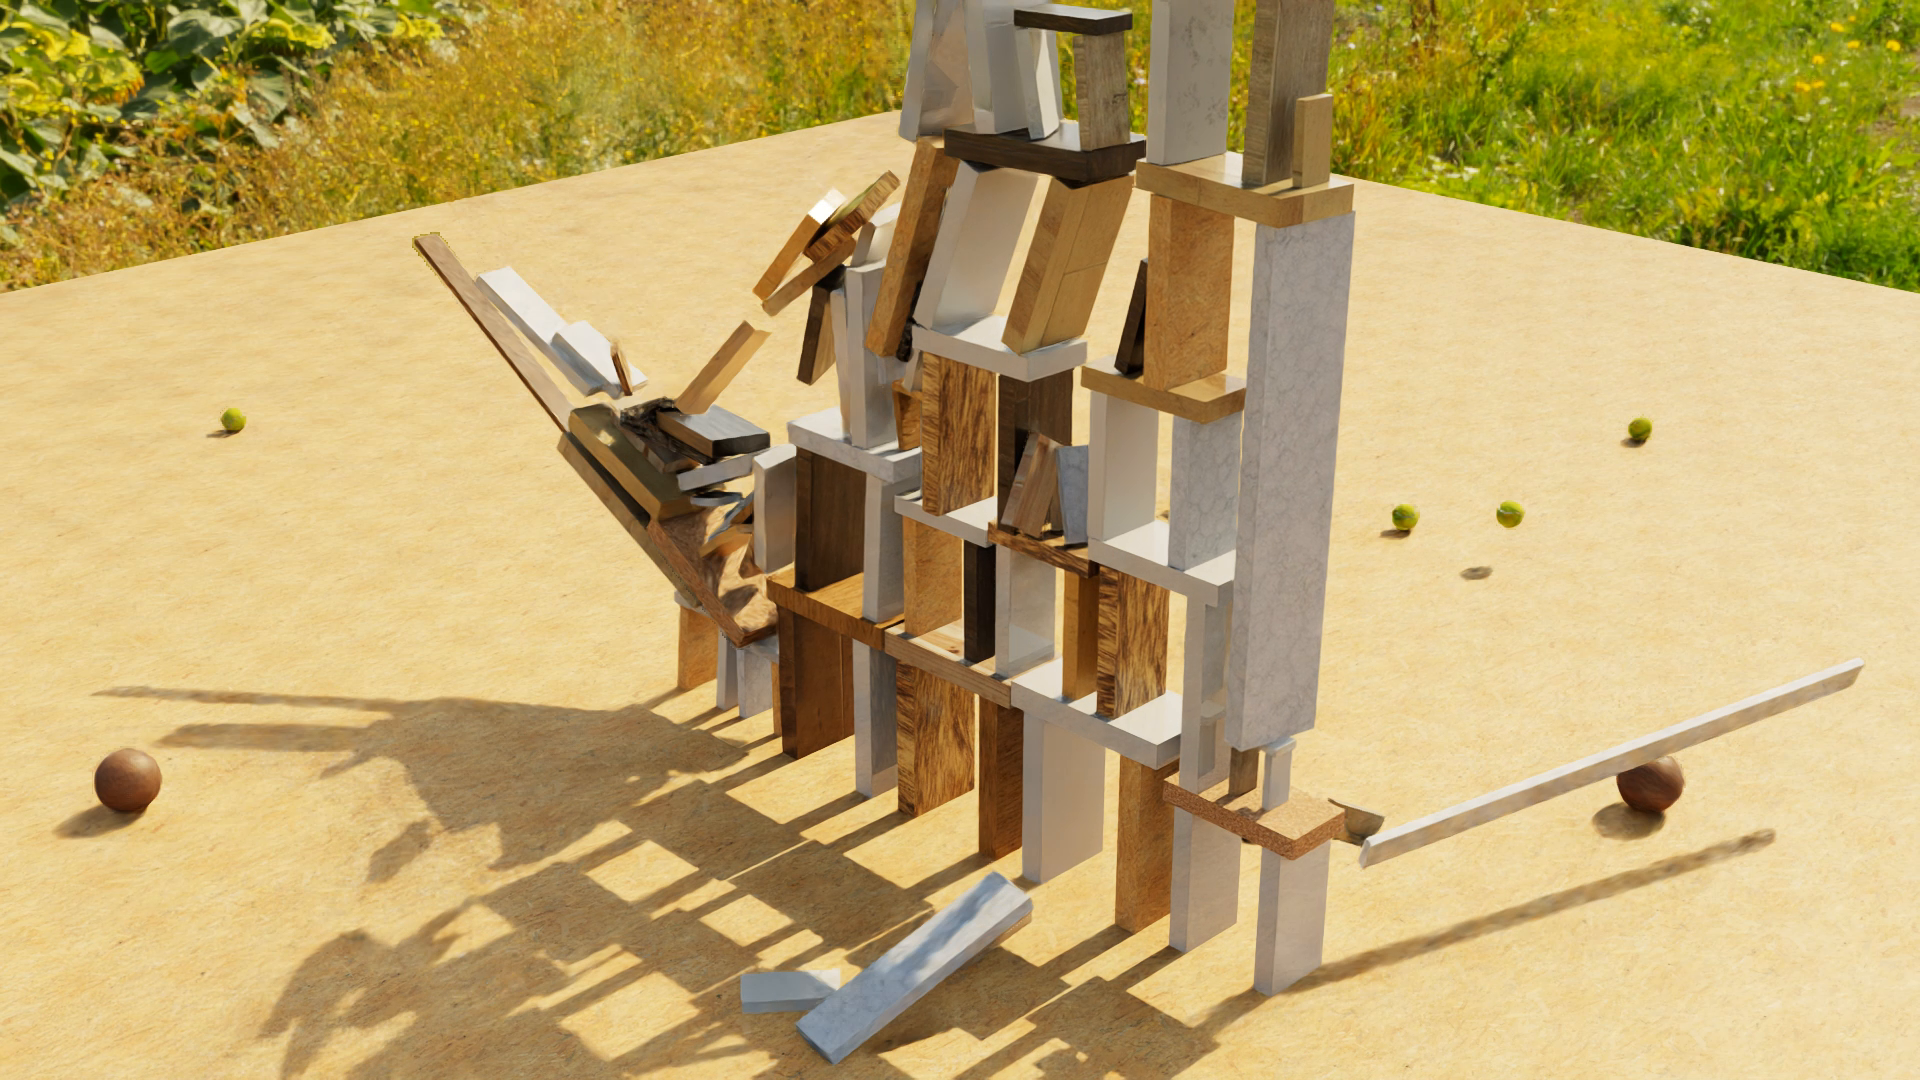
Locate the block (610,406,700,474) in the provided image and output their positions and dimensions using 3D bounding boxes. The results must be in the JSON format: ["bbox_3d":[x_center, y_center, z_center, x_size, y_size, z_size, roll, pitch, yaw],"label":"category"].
[{"bbox_3d":[-0.679,-0.228,4.908,0.103,0.029,0.207,-17,49,-41],"label":"block"}]

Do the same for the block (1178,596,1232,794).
[{"bbox_3d":[0.453,0.252,3.846,0.147,0.368,0.042,-21,30,-40],"label":"block"}]

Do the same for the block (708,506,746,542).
[{"bbox_3d":[-0.486,-0.032,4.745,0.062,0.123,0.017,-2,58,-50],"label":"block"}]

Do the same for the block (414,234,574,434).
[{"bbox_3d":[-0.931,-0.312,5.068,0.059,0.017,1.098,-24,67,-44],"label":"block"}]

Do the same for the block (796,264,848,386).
[{"bbox_3d":[-0.265,-0.423,4.324,0.031,0.221,0.111,24,38,13],"label":"block"}]

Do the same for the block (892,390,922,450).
[{"bbox_3d":[-0.097,-0.235,4.234,0.058,0.115,0.016,-21,22,-41],"label":"block"}]

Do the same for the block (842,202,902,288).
[{"bbox_3d":[-0.163,-0.544,4.246,0.031,0.221,0.111,41,46,19],"label":"block"}]

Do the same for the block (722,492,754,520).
[{"bbox_3d":[-0.448,-0.076,4.745,0.062,0.123,0.017,11,45,-61],"label":"block"}]

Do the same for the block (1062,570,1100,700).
[{"bbox_3d":[0.245,0.156,4.027,0.126,0.252,0.036,-21,31,-40],"label":"block"}]

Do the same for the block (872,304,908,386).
[{"bbox_3d":[-0.125,-0.383,4.195,0.022,0.158,0.079,20,34,41],"label":"block"}]

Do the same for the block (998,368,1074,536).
[{"bbox_3d":[0.136,-0.172,3.992,0.150,0.301,0.043,-22,32,-40],"label":"block"}]

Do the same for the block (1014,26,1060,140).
[{"bbox_3d":[0.130,-0.779,3.719,0.026,0.183,0.091,-3,21,20],"label":"block"}]

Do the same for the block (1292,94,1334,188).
[{"bbox_3d":[0.544,-0.616,3.392,0.067,0.134,0.019,-19,28,-38],"label":"block"}]

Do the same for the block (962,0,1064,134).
[{"bbox_3d":[0.087,-0.875,3.755,0.169,0.338,0.048,-21,22,-40],"label":"block"}]

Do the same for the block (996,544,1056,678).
[{"bbox_3d":[0.124,0.117,4.140,0.126,0.266,0.036,-21,31,-40],"label":"block"}]

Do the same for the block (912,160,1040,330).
[{"bbox_3d":[0.033,-0.543,3.957,0.168,0.336,0.048,-21,53,-41],"label":"block"}]

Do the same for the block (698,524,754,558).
[{"bbox_3d":[-0.489,0.000,4.721,0.077,0.022,0.153,-6,-16,-41],"label":"block"}]

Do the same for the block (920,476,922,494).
[{"bbox_3d":[-0.046,-0.179,4.205,0.016,0.191,0.058,25,33,37],"label":"block"}]

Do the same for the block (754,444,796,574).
[{"bbox_3d":[-0.355,-0.074,4.588,0.149,0.299,0.042,-25,51,-27],"label":"block"}]

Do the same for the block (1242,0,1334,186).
[{"bbox_3d":[0.508,-0.703,3.403,0.143,0.286,0.041,-21,33,-40],"label":"block"}]

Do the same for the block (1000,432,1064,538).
[{"bbox_3d":[0.133,-0.098,3.954,0.025,0.174,0.087,13,-7,40],"label":"block"}]

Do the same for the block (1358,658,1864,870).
[{"bbox_3d":[1.270,0.416,4.202,1.226,0.067,0.019,-15,48,-24],"label":"block"}]

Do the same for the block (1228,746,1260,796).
[{"bbox_3d":[0.498,0.391,3.849,0.054,0.109,0.015,-16,29,-33],"label":"block"}]

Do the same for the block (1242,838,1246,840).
[{"bbox_3d":[0.555,0.575,4.386,0.103,0.015,0.052,10,25,22],"label":"block"}]

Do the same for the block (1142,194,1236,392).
[{"bbox_3d":[0.381,-0.424,3.646,0.162,0.325,0.046,-21,31,-40],"label":"block"}]

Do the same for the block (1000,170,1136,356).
[{"bbox_3d":[0.188,-0.488,3.810,0.168,0.336,0.048,-21,51,-40],"label":"block"}]

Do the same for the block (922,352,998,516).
[{"bbox_3d":[-0.001,-0.216,4.129,0.150,0.319,0.043,-21,32,-40],"label":"block"}]

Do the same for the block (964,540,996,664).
[{"bbox_3d":[0.063,0.100,4.202,0.124,0.248,0.035,-21,31,-40],"label":"block"}]

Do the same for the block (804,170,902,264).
[{"bbox_3d":[-0.205,-0.608,4.150,0.116,0.033,0.231,-53,14,-29],"label":"block"}]

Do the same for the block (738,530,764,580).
[{"bbox_3d":[-0.419,0.016,4.705,0.077,0.153,0.022,-17,55,-37],"label":"block"}]

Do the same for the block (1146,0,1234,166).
[{"bbox_3d":[0.370,-0.755,3.525,0.143,0.286,0.041,-18,29,-35],"label":"block"}]

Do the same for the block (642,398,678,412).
[{"bbox_3d":[-0.644,-0.297,4.826,0.059,0.017,0.119,-11,4,-32],"label":"block"}]

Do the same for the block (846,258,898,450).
[{"bbox_3d":[-0.144,-0.362,4.231,0.149,0.351,0.042,-21,30,-41],"label":"block"}]

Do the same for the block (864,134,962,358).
[{"bbox_3d":[-0.050,-0.546,4.055,0.169,0.432,0.048,-18,46,-42],"label":"block"}]

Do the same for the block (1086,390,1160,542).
[{"bbox_3d":[0.287,-0.147,3.858,0.136,0.273,0.039,-20,30,-39],"label":"block"}]

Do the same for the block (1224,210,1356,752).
[{"bbox_3d":[0.538,-0.086,3.616,0.162,0.922,0.046,-13,27,-29],"label":"block"}]

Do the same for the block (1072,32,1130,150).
[{"bbox_3d":[0.233,-0.739,3.613,0.091,0.183,0.026,-18,21,-37],"label":"block"}]

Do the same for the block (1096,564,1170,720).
[{"bbox_3d":[0.313,0.163,3.960,0.042,0.293,0.147,21,31,40],"label":"block"}]

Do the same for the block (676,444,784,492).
[{"bbox_3d":[-0.451,-0.160,4.700,0.135,0.038,0.366,-14,2,-39],"label":"block"}]

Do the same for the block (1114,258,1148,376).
[{"bbox_3d":[0.327,-0.384,3.704,0.103,0.207,0.029,-20,45,-39],"label":"block"}]

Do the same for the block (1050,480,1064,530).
[{"bbox_3d":[0.193,-0.070,4.013,0.052,0.103,0.015,1,6,2],"label":"block"}]

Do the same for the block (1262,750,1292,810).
[{"bbox_3d":[0.549,0.410,3.805,0.054,0.109,0.015,-20,30,-38],"label":"block"}]

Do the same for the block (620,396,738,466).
[{"bbox_3d":[-0.605,-0.241,4.842,0.271,0.038,0.135,24,31,32],"label":"block"}]

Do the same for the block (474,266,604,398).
[{"bbox_3d":[-0.934,-0.474,4.980,0.382,0.029,0.103,44,36,11],"label":"block"}]

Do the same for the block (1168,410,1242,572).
[{"bbox_3d":[0.417,-0.097,3.740,0.136,0.273,0.039,-21,30,-40],"label":"block"}]

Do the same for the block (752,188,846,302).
[{"bbox_3d":[-0.311,-0.567,4.232,0.033,0.231,0.116,39,40,-4],"label":"block"}]

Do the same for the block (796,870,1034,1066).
[{"bbox_3d":[-0.076,0.733,3.793,0.447,0.029,0.103,-35,39,-21],"label":"block"}]

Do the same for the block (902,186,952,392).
[{"bbox_3d":[-0.030,-0.463,4.056,0.079,0.420,0.022,-20,47,-40],"label":"block"}]

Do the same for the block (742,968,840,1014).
[{"bbox_3d":[-0.296,0.792,3.862,0.174,0.025,0.087,-2,23,-5],"label":"block"}]
